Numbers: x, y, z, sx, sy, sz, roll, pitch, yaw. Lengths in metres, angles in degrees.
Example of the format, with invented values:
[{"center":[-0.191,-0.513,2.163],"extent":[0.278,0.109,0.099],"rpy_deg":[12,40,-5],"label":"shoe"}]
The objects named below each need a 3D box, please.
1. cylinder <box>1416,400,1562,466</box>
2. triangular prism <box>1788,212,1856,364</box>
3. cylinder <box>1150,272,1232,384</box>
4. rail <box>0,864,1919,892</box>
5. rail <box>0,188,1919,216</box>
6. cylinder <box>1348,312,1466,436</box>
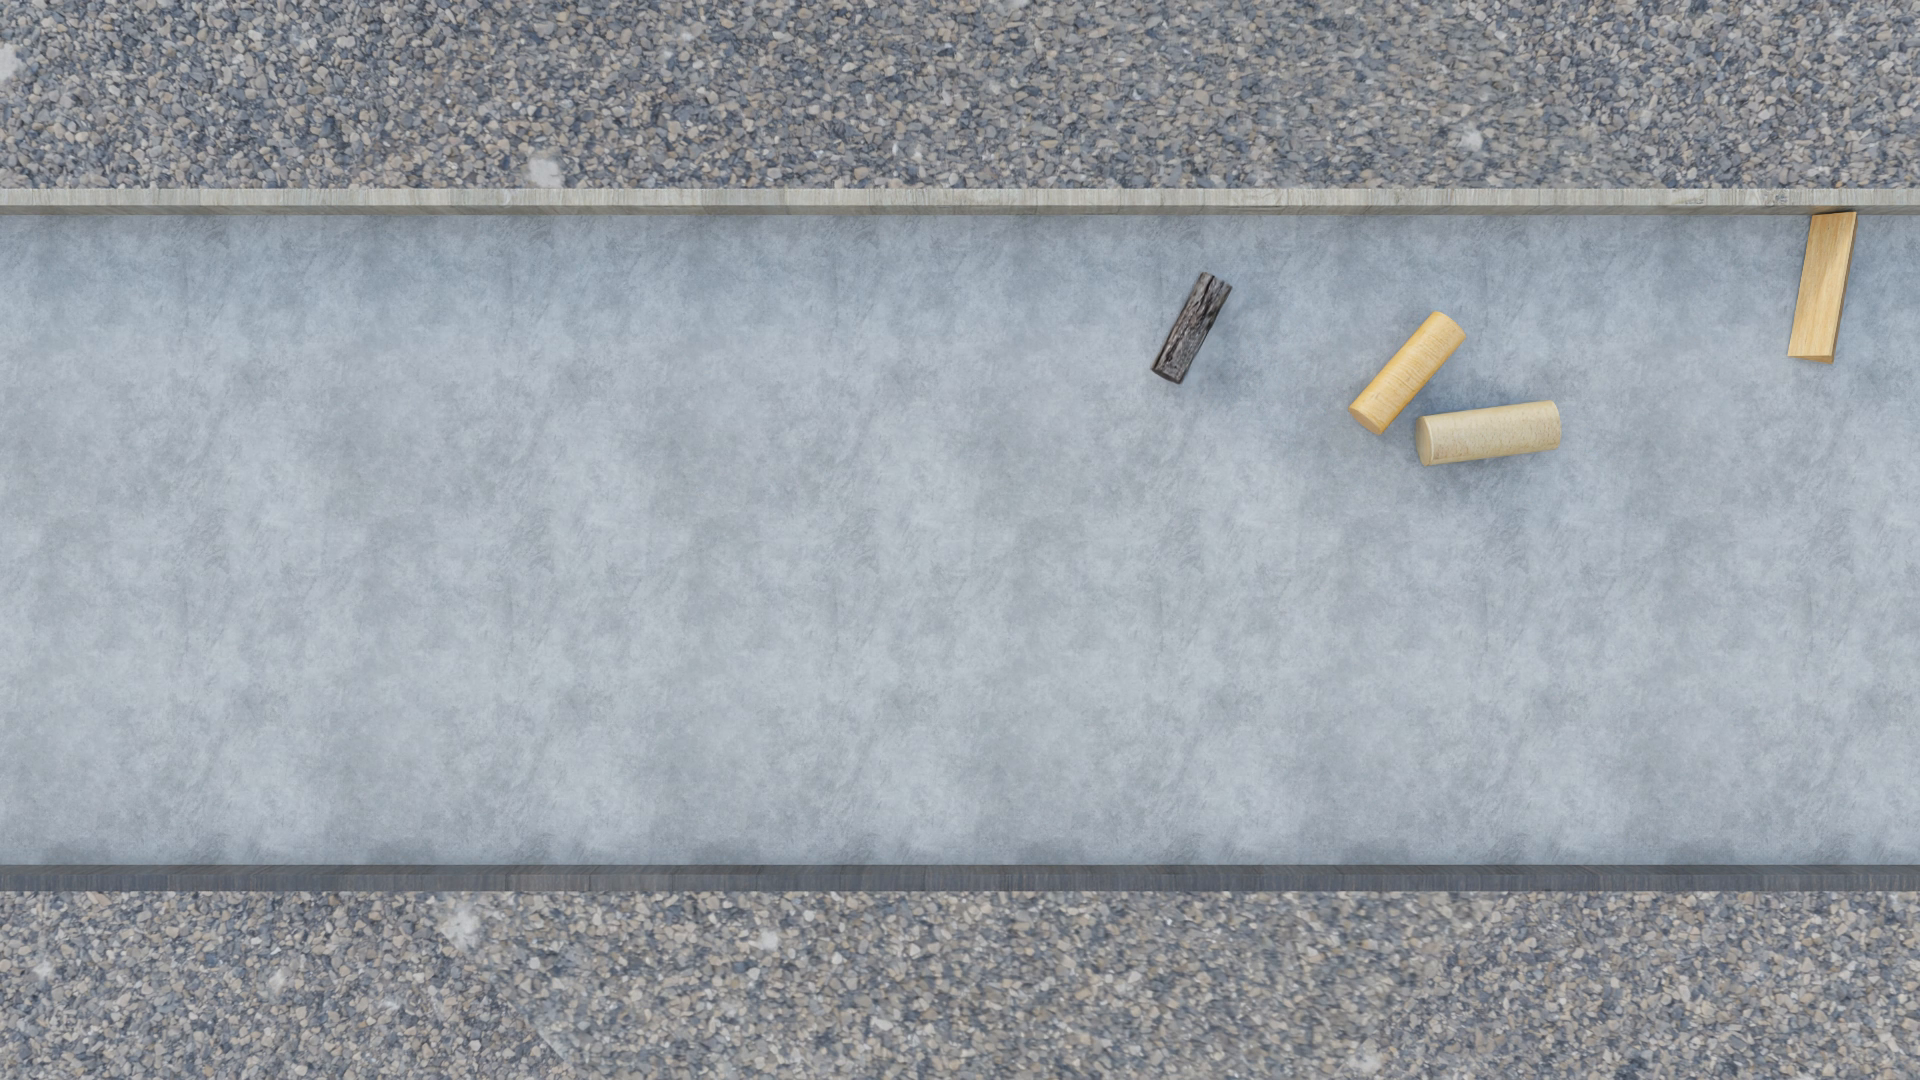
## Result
[{"center":[1.598,-0.324,5.000],"extent":[0.394,0.153,0.153],"rpy_deg":[-7,90,0],"label":"cylinder"},{"center":[2.651,-0.770,5.013],"extent":[0.139,0.120,0.438],"rpy_deg":[10,90,0],"label":"triangular prism"},{"center":[0.705,-0.644,5.025],"extent":[0.103,0.103,0.331],"rpy_deg":[28,90,0],"label":"cylinder"},{"center":[-2.247,1.025,5.001],"extent":[12.000,0.150,0.050],"rpy_deg":[0,90,0],"label":"rail"},{"center":[-2.247,-1.025,5.002],"extent":[12.000,0.150,0.050],"rpy_deg":[0,90,0],"label":"rail"},{"center":[1.358,-0.507,5.013],"extent":[0.128,0.128,0.389],"rpy_deg":[41,90,0],"label":"cylinder"}]
